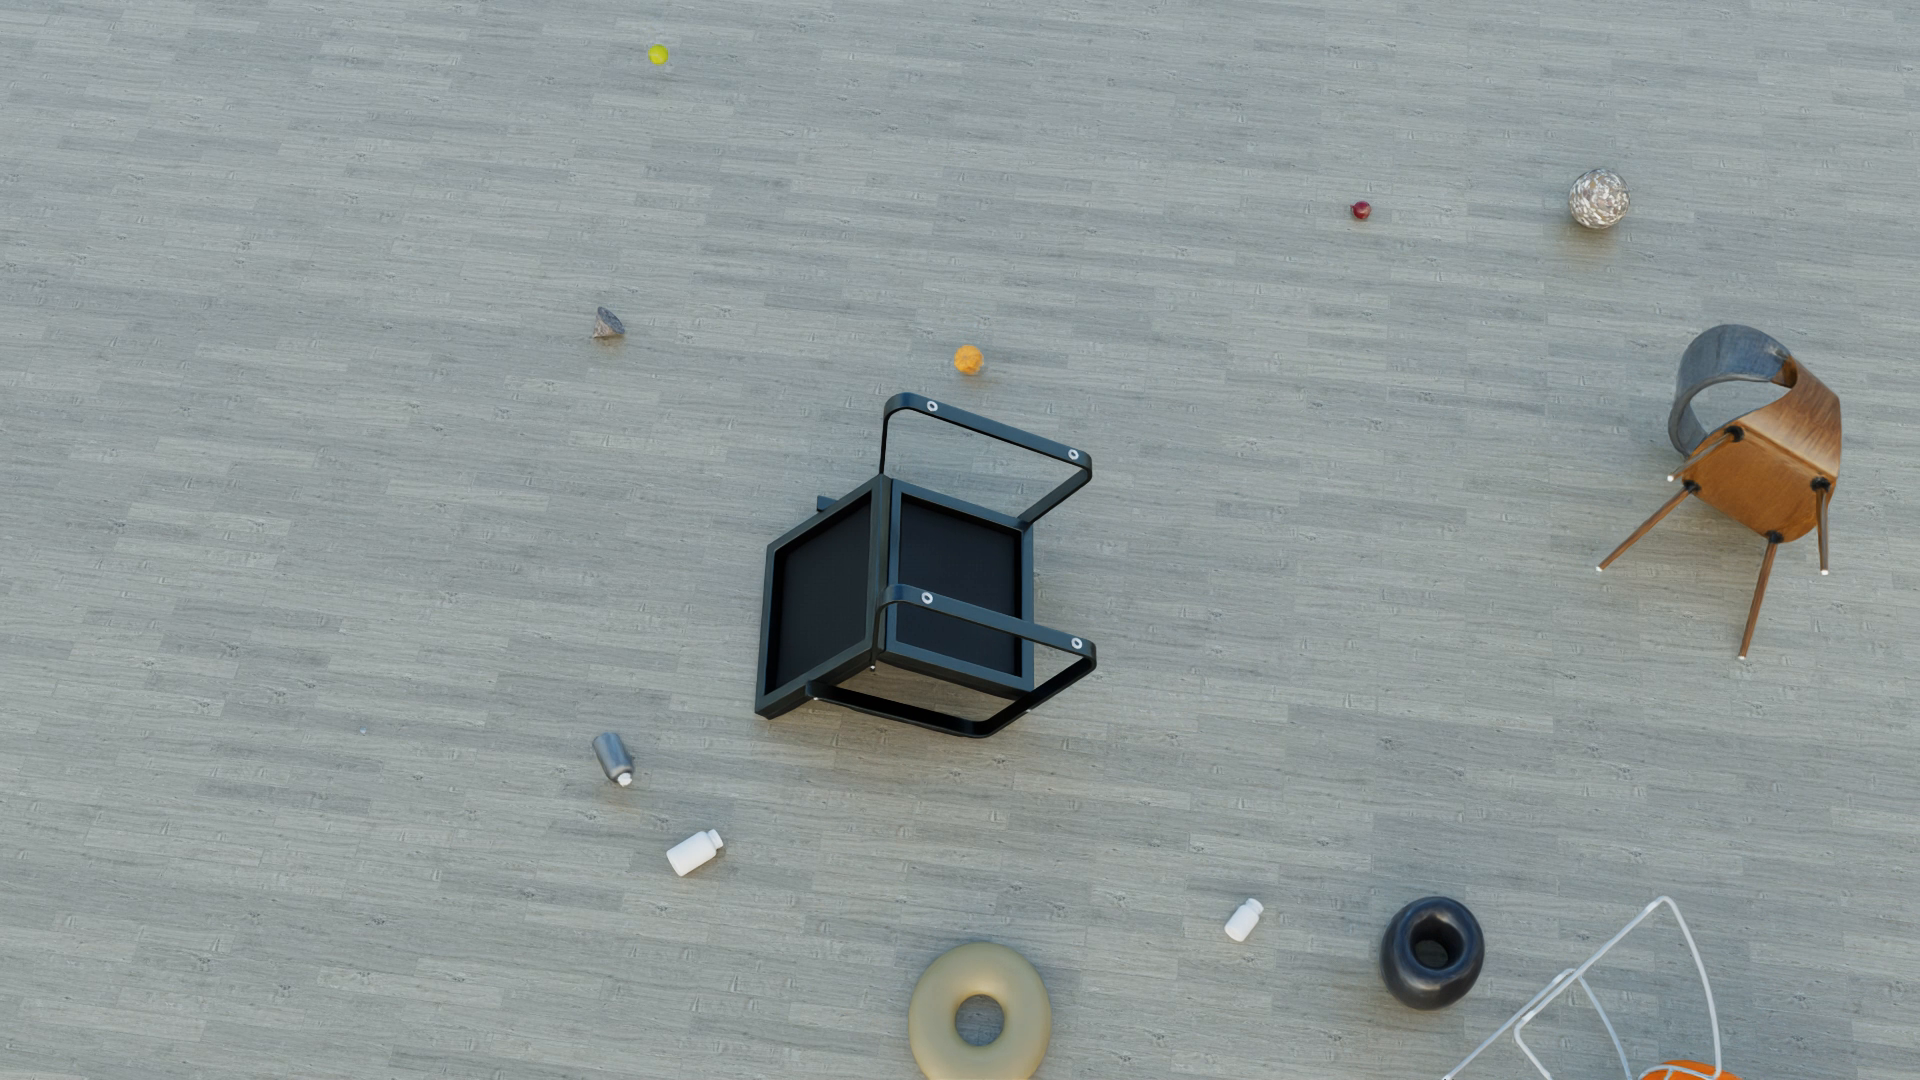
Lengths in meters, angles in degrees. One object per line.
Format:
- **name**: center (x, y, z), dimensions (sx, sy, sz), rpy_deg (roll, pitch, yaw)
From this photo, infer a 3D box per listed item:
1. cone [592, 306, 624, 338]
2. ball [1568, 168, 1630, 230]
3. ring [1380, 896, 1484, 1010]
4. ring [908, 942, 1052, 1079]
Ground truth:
- **cone**: center (-1.140, -0.671, 6.995), dimensions (0.087, 0.121, 0.112), rpy_deg (-40, 74, 16)
- **ball**: center (2.094, -1.117, 7.206), dimensions (0.196, 0.196, 0.196), rpy_deg (0, 56, 0)
- **ring**: center (1.233, 1.080, 5.750), dimensions (0.265, 0.169, 0.311), rpy_deg (26, 58, 15)
- **ring**: center (0.051, 1.241, 5.687), dimensions (0.374, 0.092, 0.429), rpy_deg (5, 57, 4)
